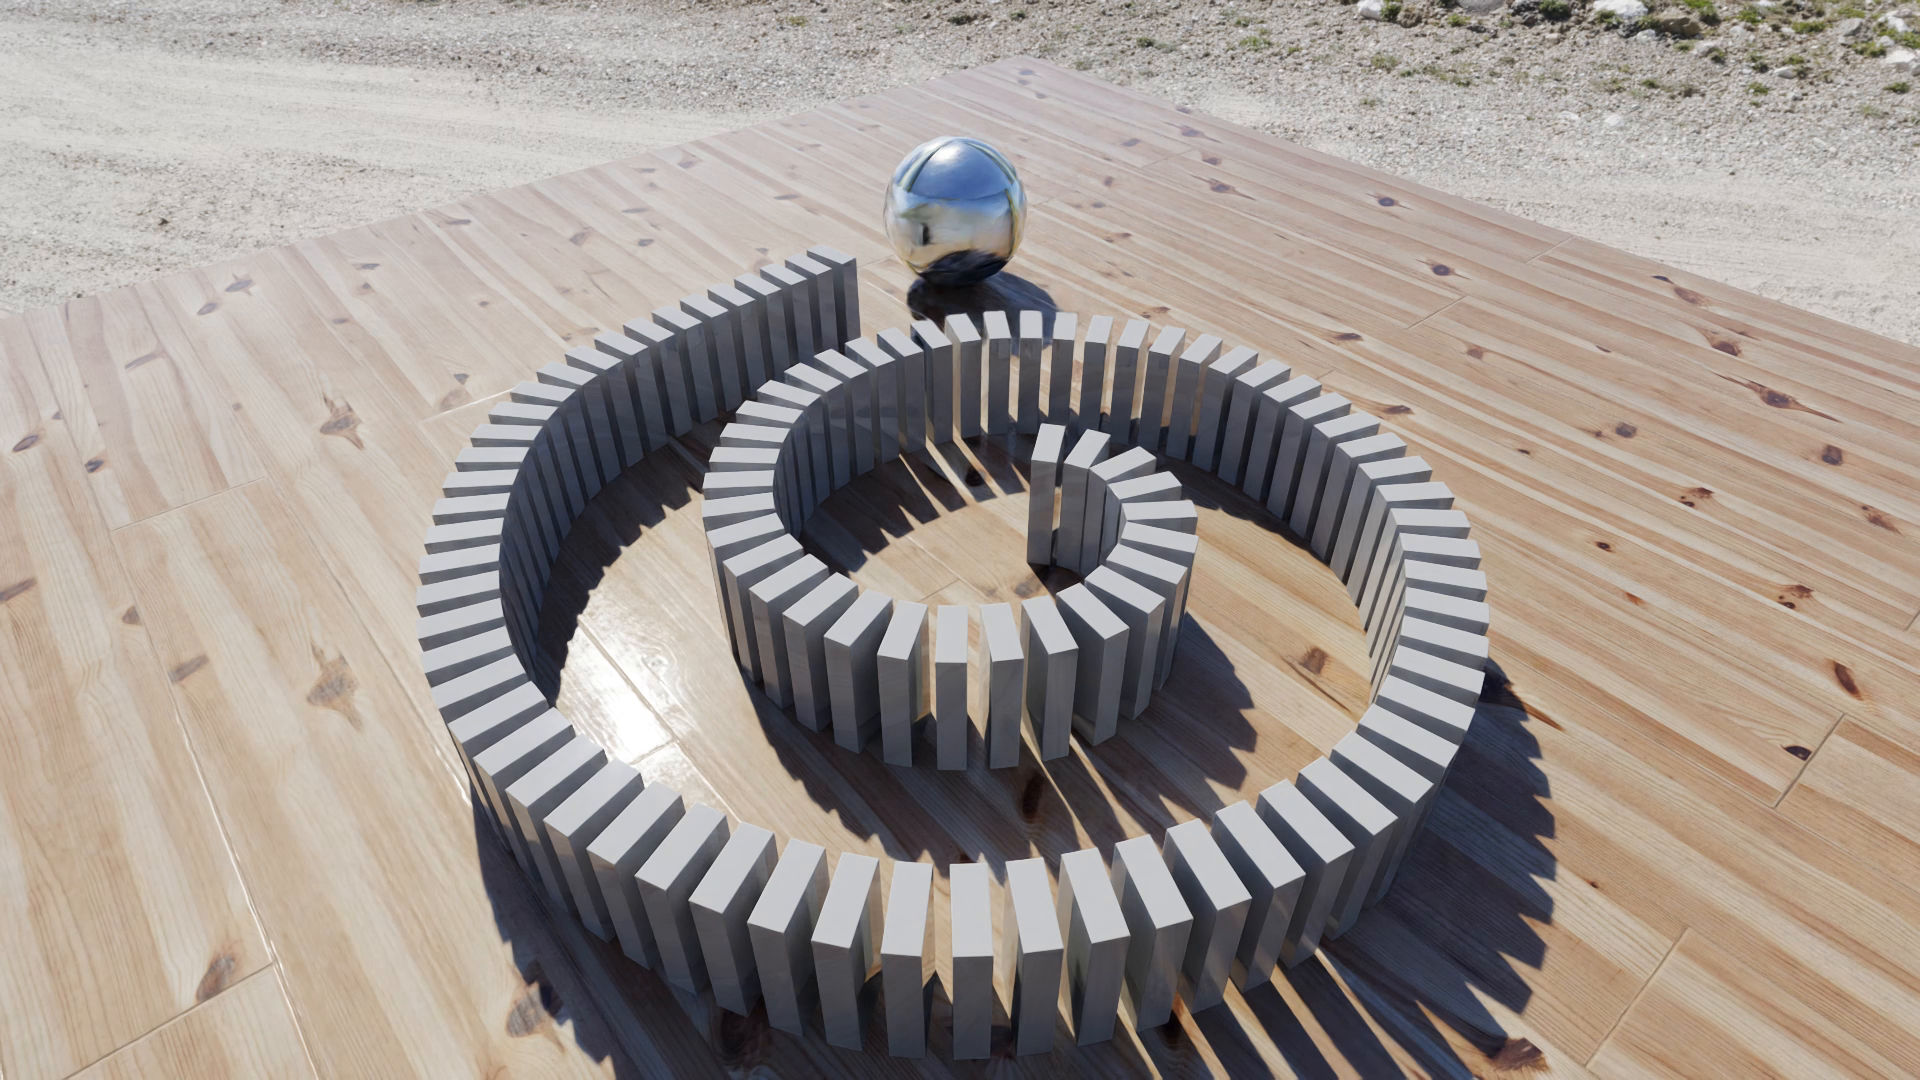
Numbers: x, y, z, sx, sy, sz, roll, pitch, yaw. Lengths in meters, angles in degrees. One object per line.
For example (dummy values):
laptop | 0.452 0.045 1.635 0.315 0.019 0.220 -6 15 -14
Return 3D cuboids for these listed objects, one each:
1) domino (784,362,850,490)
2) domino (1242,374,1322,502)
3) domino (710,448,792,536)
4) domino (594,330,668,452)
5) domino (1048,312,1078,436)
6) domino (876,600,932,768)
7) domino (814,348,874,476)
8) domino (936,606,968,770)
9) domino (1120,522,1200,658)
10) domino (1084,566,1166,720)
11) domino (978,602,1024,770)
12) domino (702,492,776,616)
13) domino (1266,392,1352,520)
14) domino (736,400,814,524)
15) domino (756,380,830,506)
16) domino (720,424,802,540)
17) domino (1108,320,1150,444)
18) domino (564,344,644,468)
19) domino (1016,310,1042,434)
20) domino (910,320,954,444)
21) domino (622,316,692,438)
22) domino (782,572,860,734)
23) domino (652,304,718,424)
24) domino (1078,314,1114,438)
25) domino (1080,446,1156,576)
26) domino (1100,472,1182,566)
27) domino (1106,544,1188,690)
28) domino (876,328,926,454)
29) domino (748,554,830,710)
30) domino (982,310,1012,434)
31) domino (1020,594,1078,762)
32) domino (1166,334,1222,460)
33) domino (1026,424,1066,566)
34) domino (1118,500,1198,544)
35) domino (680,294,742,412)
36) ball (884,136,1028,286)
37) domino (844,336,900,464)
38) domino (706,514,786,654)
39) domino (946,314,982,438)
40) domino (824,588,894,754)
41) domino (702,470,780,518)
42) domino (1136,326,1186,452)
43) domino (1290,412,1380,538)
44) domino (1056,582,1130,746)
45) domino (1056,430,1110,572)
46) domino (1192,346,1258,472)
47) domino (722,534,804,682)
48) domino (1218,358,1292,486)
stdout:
domino | -0.061 -0.048 0.470 0.025 0.050 0.009 28 47 30
domino | 0.135 -0.042 0.463 0.025 0.050 0.010 -23 45 -26
domino | -0.080 -0.012 0.426 0.025 0.050 0.009 2 39 2
domino | -0.147 -0.066 0.492 0.025 0.050 0.010 25 46 28
domino | 0.047 -0.076 0.504 0.010 0.050 0.025 5 40 6
domino | -0.017 0.047 0.354 0.009 0.050 0.025 9 40 10
domino | -0.050 -0.055 0.479 0.009 0.050 0.025 -31 48 -32
domino | -0.002 0.048 0.353 0.010 0.050 0.025 1 39 1
domino | 0.068 0.018 0.389 0.025 0.050 0.010 12 41 14
domino | 0.053 0.035 0.369 0.025 0.050 0.009 29 47 30
domino | 0.013 0.047 0.354 0.009 0.050 0.025 -5 40 -6
domino | -0.078 0.007 0.403 0.025 0.050 0.009 -8 40 -9
domino | 0.143 -0.034 0.453 0.025 0.050 0.009 -20 43 -22
domino | -0.075 -0.031 0.450 0.025 0.050 0.009 11 41 14
domino | -0.069 -0.040 0.460 0.025 0.050 0.009 19 43 22
domino | -0.079 -0.022 0.438 0.025 0.050 0.009 6 40 7
domino | 0.076 -0.071 0.499 0.009 0.050 0.025 12 41 14
domino | -0.156 -0.058 0.483 0.025 0.050 0.009 22 44 25
domino | 0.032 -0.077 0.505 0.010 0.050 0.025 1 39 2
domino | -0.013 -0.071 0.499 0.009 0.050 0.025 -16 42 -19
domino | -0.138 -0.074 0.502 0.025 0.050 0.010 28 47 30
domino | -0.044 0.038 0.365 0.010 0.050 0.025 26 46 28
domino | -0.128 -0.081 0.510 0.025 0.050 0.009 30 48 31
domino | 0.062 -0.074 0.502 0.010 0.050 0.025 9 40 10
domino | 0.060 -0.009 0.423 0.025 0.050 0.009 -24 45 -26
domino | 0.067 0.000 0.412 0.025 0.050 0.010 -13 41 -15
domino | 0.062 0.027 0.378 0.025 0.050 0.009 20 43 23
domino | -0.026 -0.067 0.493 0.009 0.050 0.025 -21 44 -24
domino | -0.056 0.032 0.373 0.025 0.050 0.010 -32 49 -33
domino | 0.016 -0.076 0.505 0.010 0.050 0.025 -3 39 -4
domino | 0.028 0.045 0.356 0.010 0.050 0.025 -11 41 -13
domino | 0.104 -0.063 0.488 0.009 0.050 0.025 22 44 25
domino | 0.034 -0.018 0.433 0.010 0.050 0.025 7 40 9
domino | 0.070 0.009 0.401 0.025 0.050 0.010 -3 39 -3
domino | -0.117 -0.088 0.519 0.025 0.050 0.010 31 48 32
ball | -0.002 -0.181 0.609 0.080 0.080 0.080 0 39 0
domino | -0.039 -0.061 0.486 0.009 0.050 0.025 -26 46 -28
domino | -0.073 0.016 0.392 0.025 0.050 0.009 -17 42 -20
domino | 0.002 -0.075 0.503 0.010 0.050 0.025 -10 40 -12
domino | -0.032 0.043 0.359 0.009 0.050 0.025 19 43 22
domino | -0.080 -0.003 0.415 0.025 0.050 0.010 -2 39 -3
domino | 0.090 -0.068 0.494 0.009 0.050 0.025 17 42 19
domino | 0.150 -0.026 0.443 0.025 0.050 0.010 -16 42 -19
domino | 0.042 0.041 0.361 0.010 0.050 0.025 -22 44 -25
domino | 0.048 -0.015 0.430 0.010 0.050 0.025 17 42 19
domino | 0.116 -0.057 0.481 0.009 0.050 0.025 31 48 32
domino | -0.066 0.024 0.382 0.025 0.050 0.010 -25 46 -27
domino | 0.126 -0.050 0.473 0.025 0.050 0.009 -28 47 -30
